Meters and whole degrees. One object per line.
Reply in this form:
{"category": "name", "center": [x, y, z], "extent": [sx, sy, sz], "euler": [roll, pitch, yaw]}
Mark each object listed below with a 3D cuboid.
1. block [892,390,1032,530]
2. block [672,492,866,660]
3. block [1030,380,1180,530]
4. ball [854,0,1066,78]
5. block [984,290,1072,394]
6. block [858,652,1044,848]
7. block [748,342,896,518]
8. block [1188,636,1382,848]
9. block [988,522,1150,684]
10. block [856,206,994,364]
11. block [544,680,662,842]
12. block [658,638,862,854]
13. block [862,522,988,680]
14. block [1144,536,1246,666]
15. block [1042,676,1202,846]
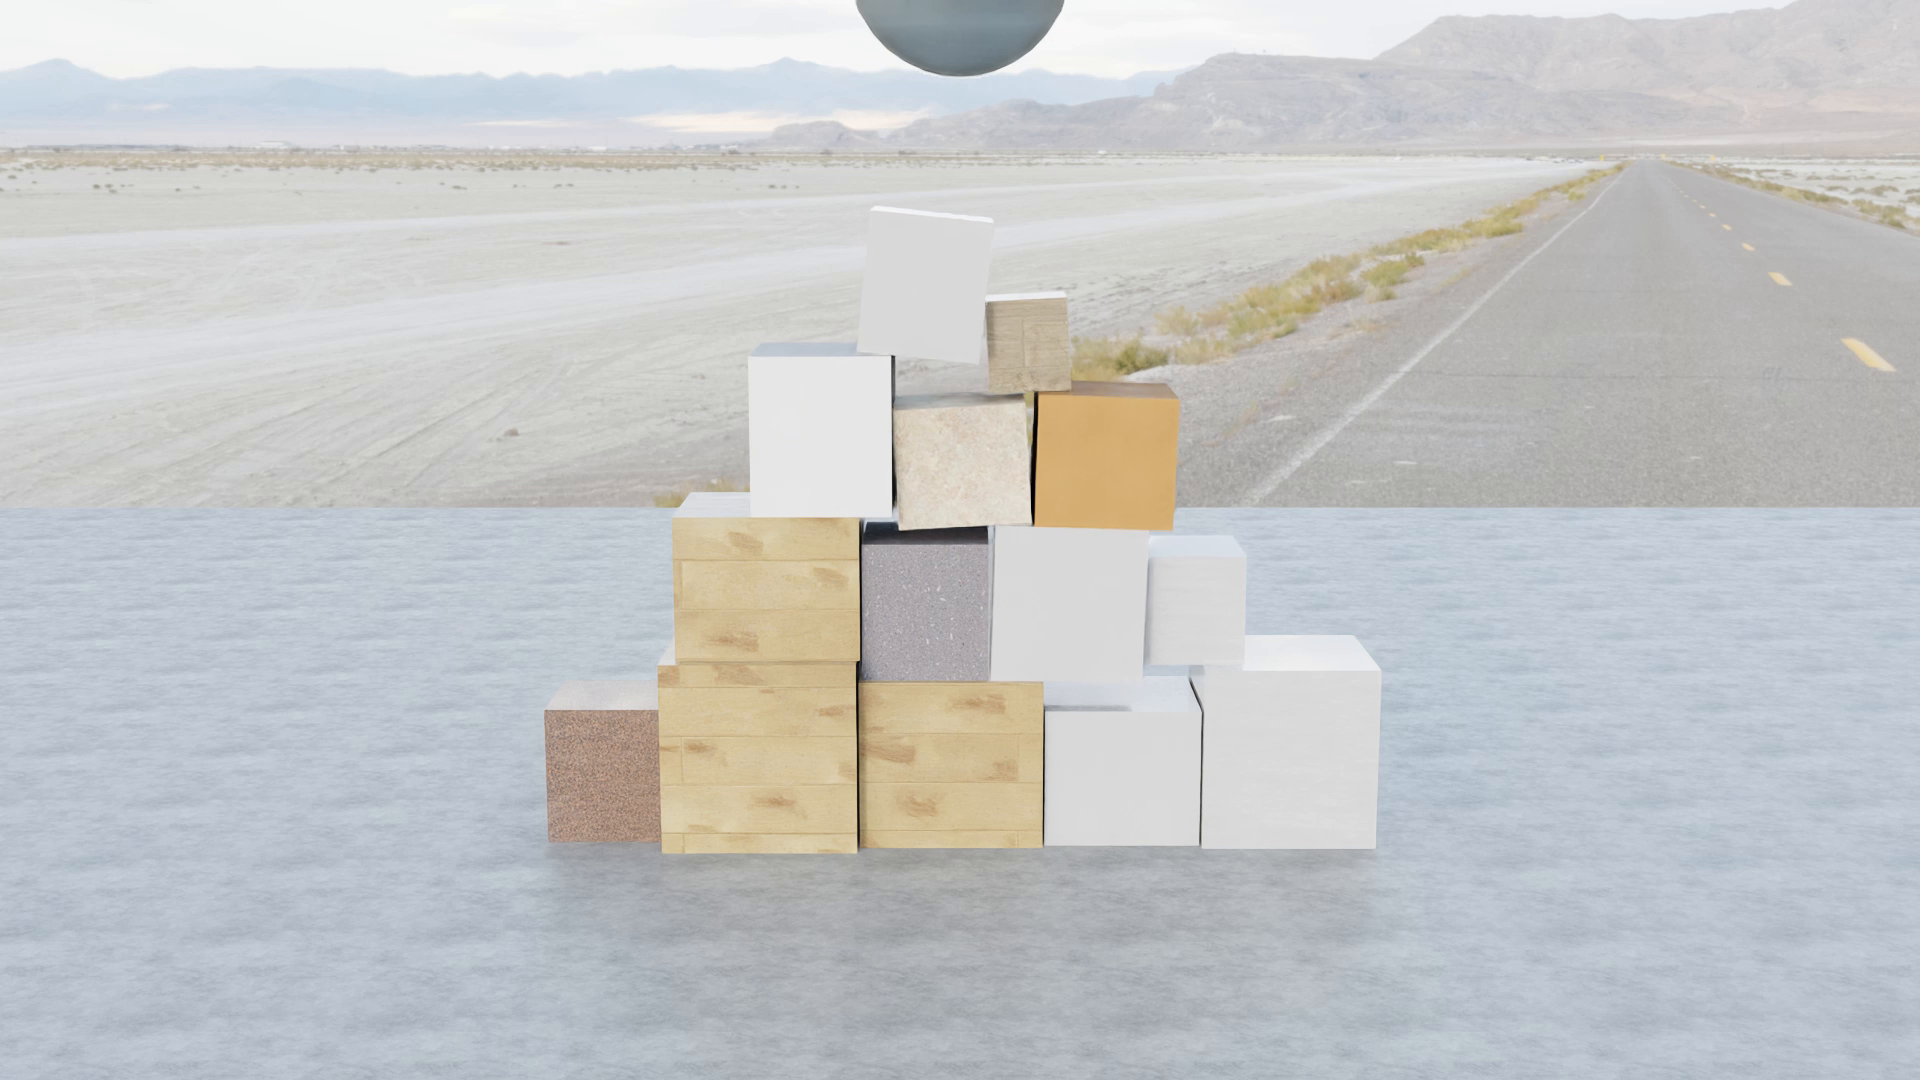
{"category": "block", "center": [0.010, -0.415, 11.096], "extent": [0.653, 0.592, 0.639], "euler": [-3, 10, 1]}
{"category": "block", "center": [-0.954, 0.174, 11.215], "extent": [0.916, 0.720, 0.776], "euler": [0, 10, 0]}
{"category": "block", "center": [0.716, -0.438, 11.094], "extent": [0.685, 0.652, 0.696], "euler": [2, 10, 0]}
{"category": "ball", "center": [0.000, -4.102, 15.623], "extent": [1.600, 1.600, 1.600], "euler": [0, 10, 0]}
{"category": "block", "center": [0.335, -0.993, 11.009], "extent": [0.401, 0.455, 0.436], "euler": [-3, 10, 1]}
{"category": "block", "center": [-0.044, 1.059, 11.357], "extent": [0.916, 0.853, 0.774], "euler": [0, 10, 0]}
{"category": "block", "center": [-0.679, -0.567, 11.074], "extent": [0.691, 0.788, 0.761], "euler": [0, 10, 0]}
{"category": "block", "center": [1.651, 1.027, 11.348], "extent": [0.872, 0.919, 0.792], "euler": [0, 10, 0]}
{"category": "block", "center": [0.541, 0.259, 11.224], "extent": [0.754, 0.777, 0.737], "euler": [2, 10, 0]}
{"category": "block", "center": [-0.170, -1.280, 10.962], "extent": [0.598, 0.686, 0.638], "euler": [6, 10, -1]}
{"category": "block", "center": [-1.792, 1.137, 11.384], "extent": [0.590, 0.691, 0.608], "euler": [0, 10, 0]}
{"category": "block", "center": [-1.000, 1.005, 11.346], "extent": [0.974, 0.963, 0.936], "euler": [0, 10, 0]}
{"category": "block", "center": [-0.172, 0.302, 11.219], "extent": [0.628, 0.687, 0.670], "euler": [0, 10, 0]}
{"category": "block", "center": [1.173, 0.301, 11.230], "extent": [0.495, 0.552, 0.589], "euler": [0, 10, 0]}
{"category": "block", "center": [0.814, 1.132, 11.393], "extent": [0.781, 0.696, 0.742], "euler": [0, 10, 0]}
